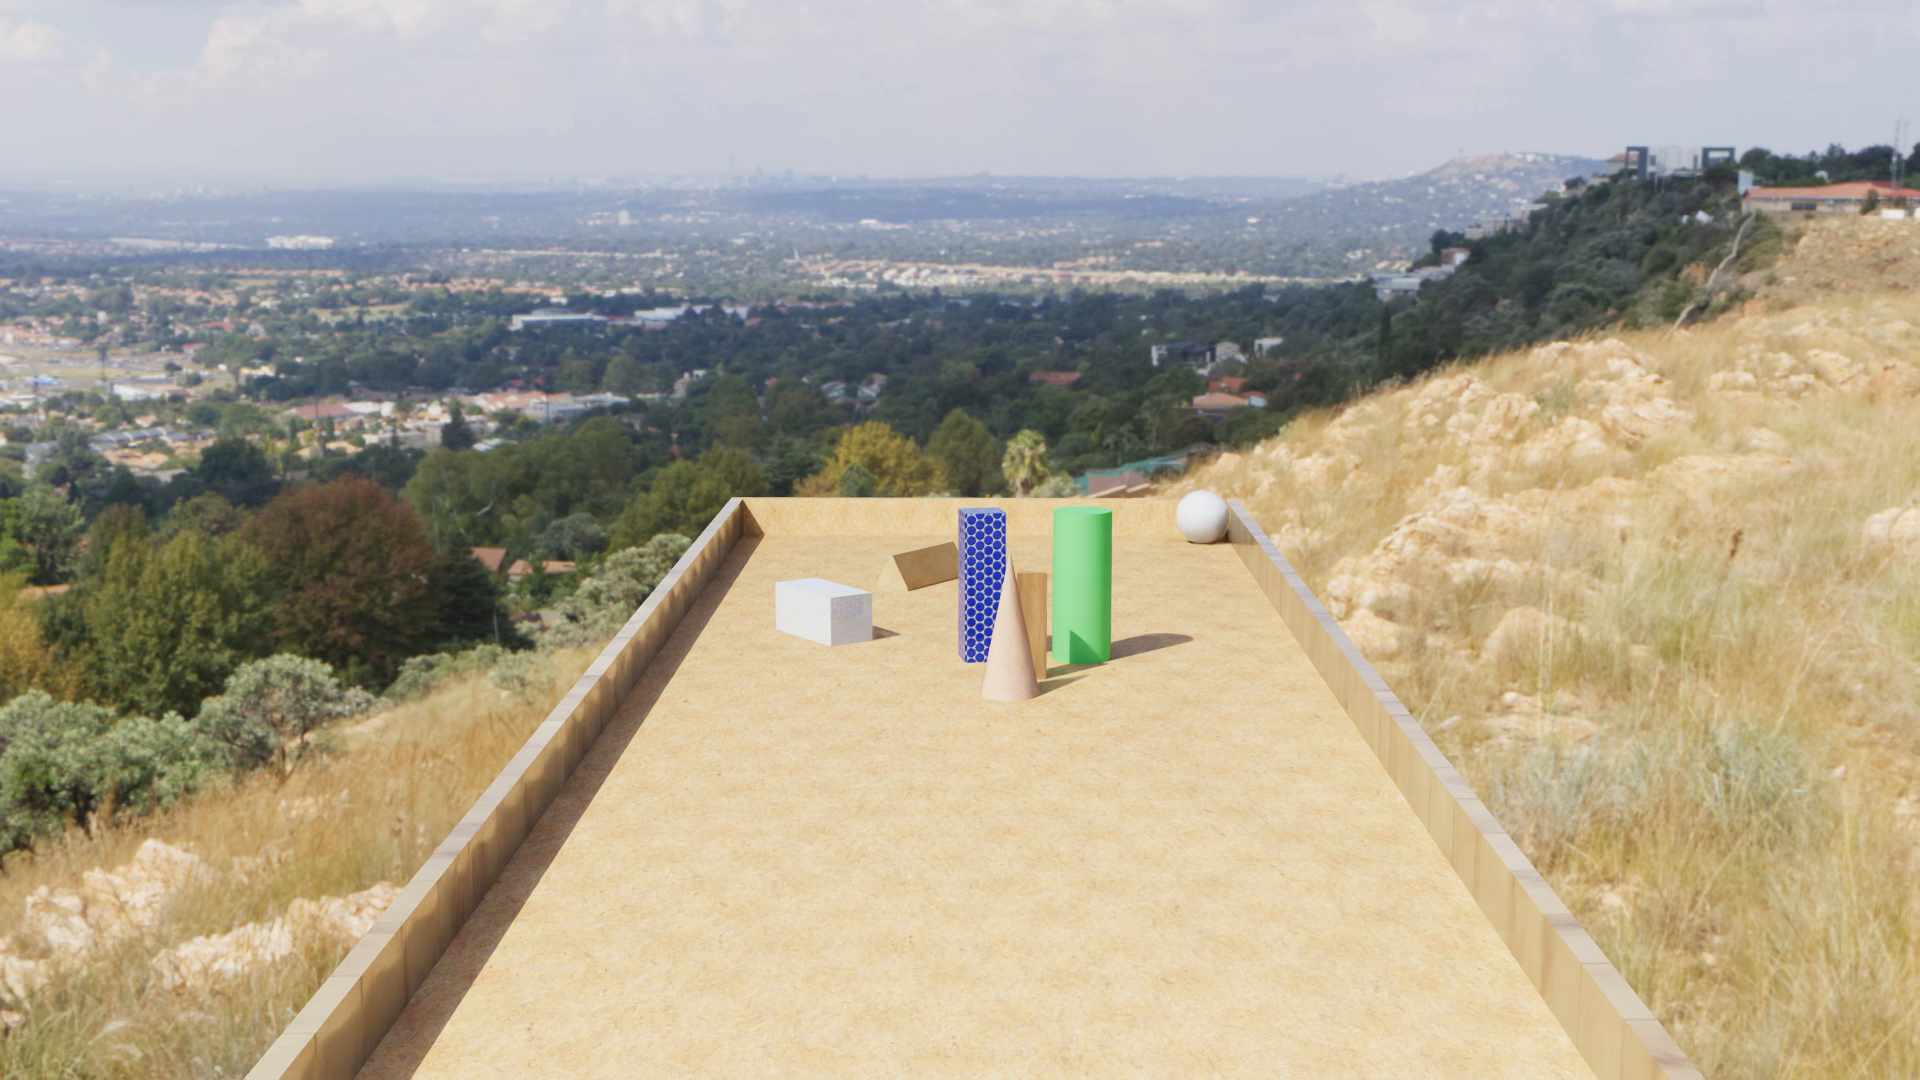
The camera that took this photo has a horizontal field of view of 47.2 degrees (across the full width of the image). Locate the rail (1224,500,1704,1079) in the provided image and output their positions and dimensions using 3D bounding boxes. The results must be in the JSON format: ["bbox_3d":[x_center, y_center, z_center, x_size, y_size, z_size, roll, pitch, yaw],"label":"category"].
[{"bbox_3d":[1.046,0.843,3.208,0.050,0.150,12.000,0,9,1],"label":"rail"}]

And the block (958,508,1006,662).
[{"bbox_3d":[0.066,0.136,6.694,0.125,0.456,0.125,-2,9,-10],"label":"block"}]

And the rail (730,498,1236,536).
[{"bbox_3d":[0.099,-0.098,9.147,2.100,0.150,0.050,0,9,1],"label":"rail"}]

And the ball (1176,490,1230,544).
[{"bbox_3d":[0.983,-0.095,8.916,0.216,0.216,0.216,0,9,0],"label":"ball"}]

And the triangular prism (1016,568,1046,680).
[{"bbox_3d":[0.202,0.246,6.448,0.091,0.316,0.079,-1,9,-7],"label":"triangular prism"}]

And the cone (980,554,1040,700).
[{"bbox_3d":[0.141,0.233,6.216,0.170,0.414,0.170,0,9,0],"label":"cone"}]

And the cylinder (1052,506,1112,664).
[{"bbox_3d":[0.372,0.135,6.694,0.179,0.457,0.179,0,9,0],"label":"cylinder"}]

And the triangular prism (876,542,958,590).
[{"bbox_3d":[-0.136,0.089,8.037,0.140,0.122,0.391,6,11,34],"label":"triangular prism"}]

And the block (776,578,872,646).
[{"bbox_3d":[-0.439,0.229,7.069,0.155,0.155,0.336,-6,11,-35],"label":"block"}]

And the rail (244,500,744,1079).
[{"bbox_3d":[-1.004,0.839,3.234,0.050,0.150,12.000,0,9,1],"label":"rail"}]
